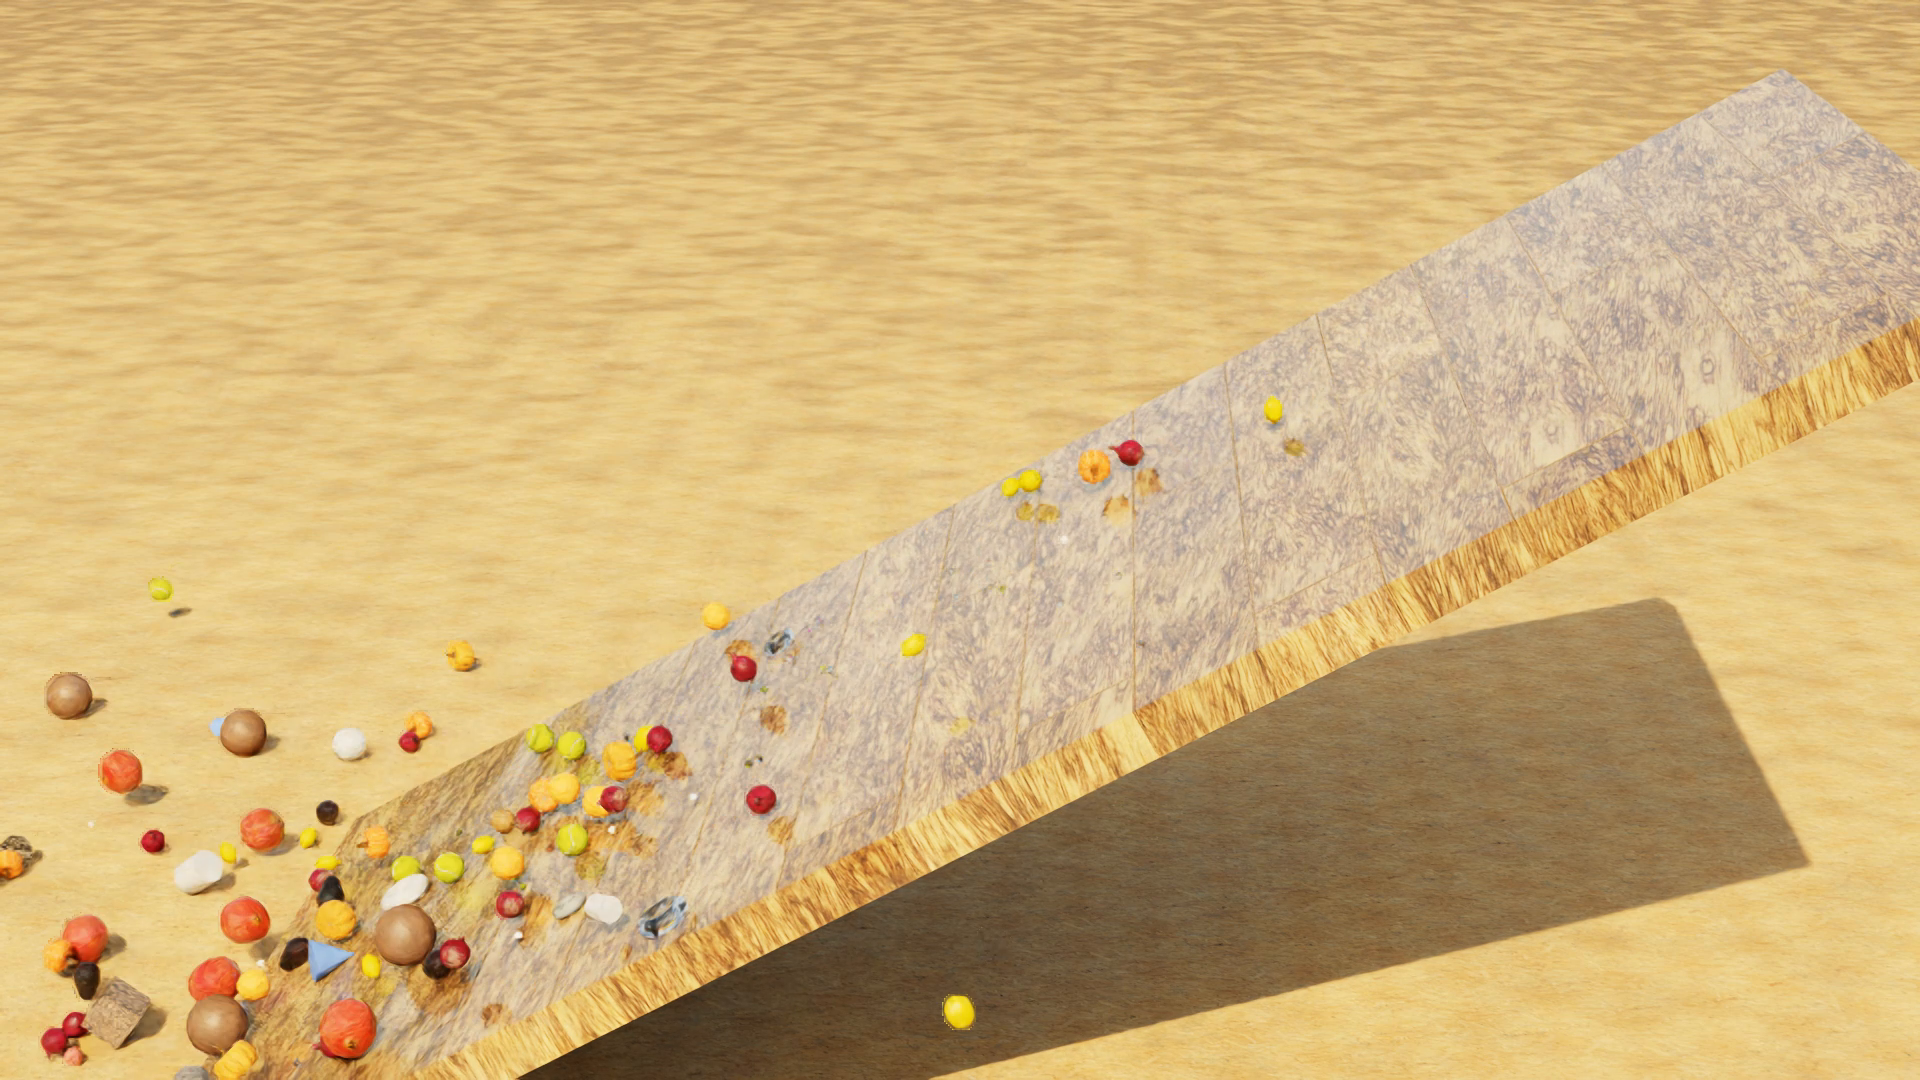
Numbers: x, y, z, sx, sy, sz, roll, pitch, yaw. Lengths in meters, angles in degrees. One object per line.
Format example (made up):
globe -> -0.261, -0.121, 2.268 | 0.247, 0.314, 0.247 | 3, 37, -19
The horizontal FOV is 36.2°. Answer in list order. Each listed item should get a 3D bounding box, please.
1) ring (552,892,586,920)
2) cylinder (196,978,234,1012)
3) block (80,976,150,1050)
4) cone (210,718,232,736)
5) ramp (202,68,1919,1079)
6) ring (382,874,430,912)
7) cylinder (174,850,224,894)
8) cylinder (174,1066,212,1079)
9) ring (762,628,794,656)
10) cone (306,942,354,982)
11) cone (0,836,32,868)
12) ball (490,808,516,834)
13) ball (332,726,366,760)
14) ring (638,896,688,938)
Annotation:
ring -> -0.791, 0.740, 5.956 | 0.077, 0.026, 0.077 | -31, 11, 6
cylinder -> -1.694, 1.036, 6.696 | 0.060, 0.060, 0.060 | -25, 3, 33
block -> -1.902, 1.065, 6.630 | 0.098, 0.098, 0.098 | 37, 12, -11
cone -> -2.115, 0.541, 8.399 | 0.057, 0.057, 0.057 | -9, -14, -25
ramp -> 0.142, 0.167, 6.283 | 4.000, 0.100, 2.000 | -28, 15, 11
ring -> -1.256, 0.799, 6.658 | 0.121, 0.040, 0.121 | -28, 16, 9
cylinder -> -1.907, 0.832, 7.367 | 0.087, 0.087, 0.087 | -31, -2, 35
cylinder -> -1.584, 1.136, 6.072 | 0.081, 0.081, 0.081 | -6, 10, -17
ring -> -0.426, 0.241, 6.911 | 0.088, 0.029, 0.088 | -31, 17, 10
cone -> -1.381, 0.921, 6.489 | 0.096, 0.096, 0.096 | -13, 22, -22
cone -> -2.417, 0.804, 7.580 | 0.086, 0.086, 0.086 | 1, -6, 3
ball -> -1.045, 0.643, 6.730 | 0.056, 0.056, 0.056 | 0, 18, 0
ball -> -1.705, 0.569, 8.212 | 0.095, 0.095, 0.095 | 0, 18, 0
ring -> -0.562, 0.713, 5.568 | 0.109, 0.036, 0.109 | -28, 16, 9
